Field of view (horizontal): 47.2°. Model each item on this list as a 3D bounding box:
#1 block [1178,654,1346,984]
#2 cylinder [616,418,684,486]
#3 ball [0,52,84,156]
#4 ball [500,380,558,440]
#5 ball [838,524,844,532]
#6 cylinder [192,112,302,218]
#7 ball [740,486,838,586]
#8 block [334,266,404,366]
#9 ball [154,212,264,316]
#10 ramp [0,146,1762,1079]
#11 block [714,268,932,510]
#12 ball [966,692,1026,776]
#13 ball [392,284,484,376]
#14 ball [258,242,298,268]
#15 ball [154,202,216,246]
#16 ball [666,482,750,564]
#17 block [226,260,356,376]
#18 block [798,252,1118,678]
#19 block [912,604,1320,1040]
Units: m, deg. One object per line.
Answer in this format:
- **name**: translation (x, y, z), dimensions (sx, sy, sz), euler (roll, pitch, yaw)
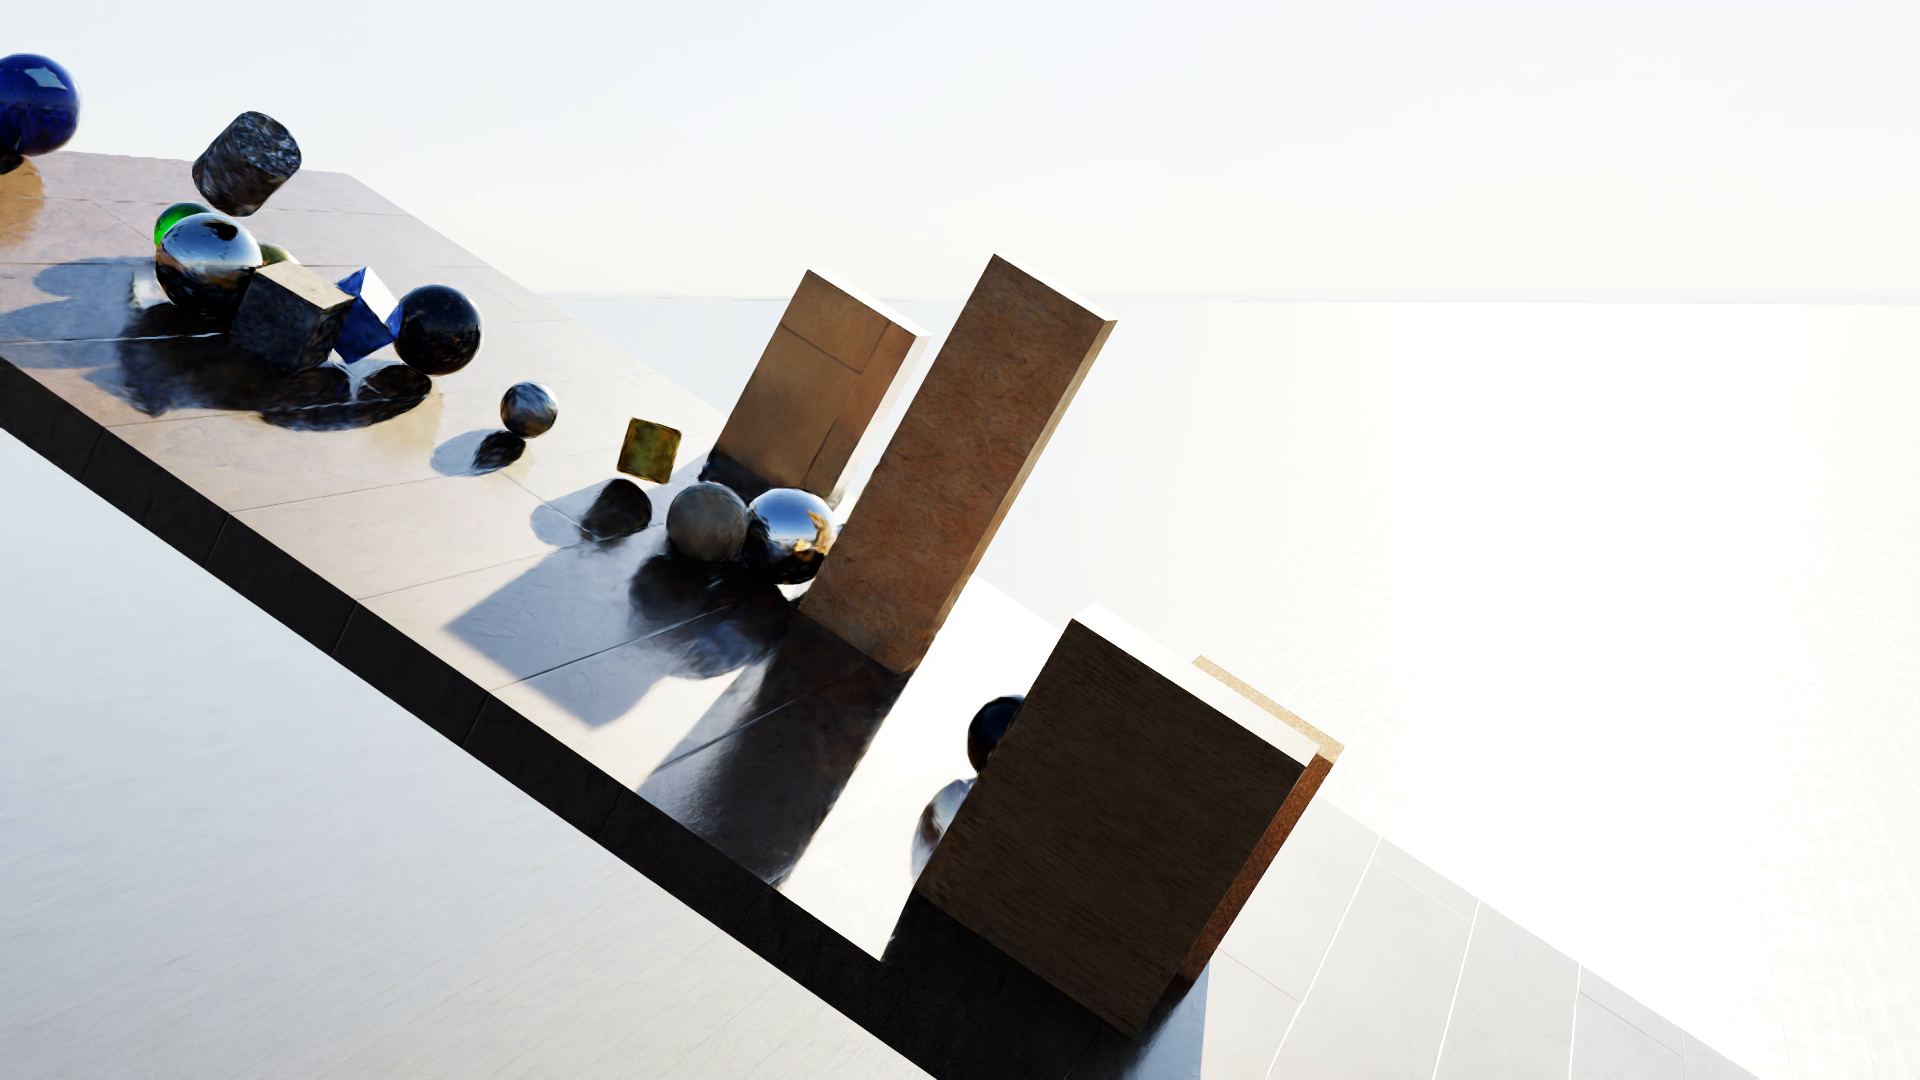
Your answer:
- **block**: translation (0.392, 0.457, 3.625), dimensions (0.281, 0.439, 0.141), euler (33, 15, 11)
- **cylinder**: translation (-0.621, -0.177, 4.397), dimensions (0.109, 0.109, 0.109), euler (15, -4, 1)
- **ball**: translation (-1.812, -0.848, 4.283), dimensions (0.199, 0.199, 0.199), euler (0, 7, 0)
- **ball**: translation (-0.844, -0.255, 4.308), dimensions (0.114, 0.114, 0.114), euler (0, 7, 0)
- **ball**: translation (-0.211, 0.045, 4.411), dimensions (0.165, 0.165, 0.165), euler (0, 7, 0)
- **cylinder**: translation (-1.280, -0.674, 3.948), dimensions (0.137, 0.137, 0.137), euler (-32, -12, 32)
- **ball**: translation (-0.335, -0.007, 4.289), dimensions (0.195, 0.195, 0.195), euler (0, 7, 0)
- **block**: translation (-1.142, -0.425, 4.172), dimensions (0.112, 0.112, 0.112), euler (-26, 35, 12)
- **ball**: translation (-1.363, -0.499, 3.991), dimensions (0.187, 0.187, 0.187), euler (0, 7, 0)
- **ramp**: translation (-0.183, 0.302, 4.127), dimensions (4.000, 0.100, 2.000), euler (33, 15, 11)
- **block**: translation (-0.307, -0.333, 4.912), dimensions (0.293, 0.460, 0.111), euler (33, 15, 11)
- **ball**: translation (0.098, 0.361, 3.913), dimensions (0.178, 0.178, 0.178), euler (0, 7, 0)
- **ball**: translation (-1.033, -0.415, 4.346), dimensions (0.184, 0.184, 0.184), euler (0, 7, 0)
- **ball**: translation (-1.314, -0.492, 4.152), dimensions (0.141, 0.141, 0.141), euler (0, 7, 0)
- **ball**: translation (-1.464, -0.578, 4.177), dimensions (0.130, 0.130, 0.130), euler (0, 7, 0)
- **ball**: translation (-0.479, -0.033, 4.174), dimensions (0.157, 0.157, 0.157), euler (0, 7, 0)
- **block**: translation (-1.225, -0.409, 4.031), dimensions (0.141, 0.141, 0.141), euler (30, 17, 1)
- **block**: translation (-0.009, -0.140, 4.174), dimensions (0.246, 0.787, 0.105), euler (33, 15, 11)
- **block**: translation (0.233, 0.421, 3.325), dimensions (0.402, 0.499, 0.147), euler (33, 15, 11)
